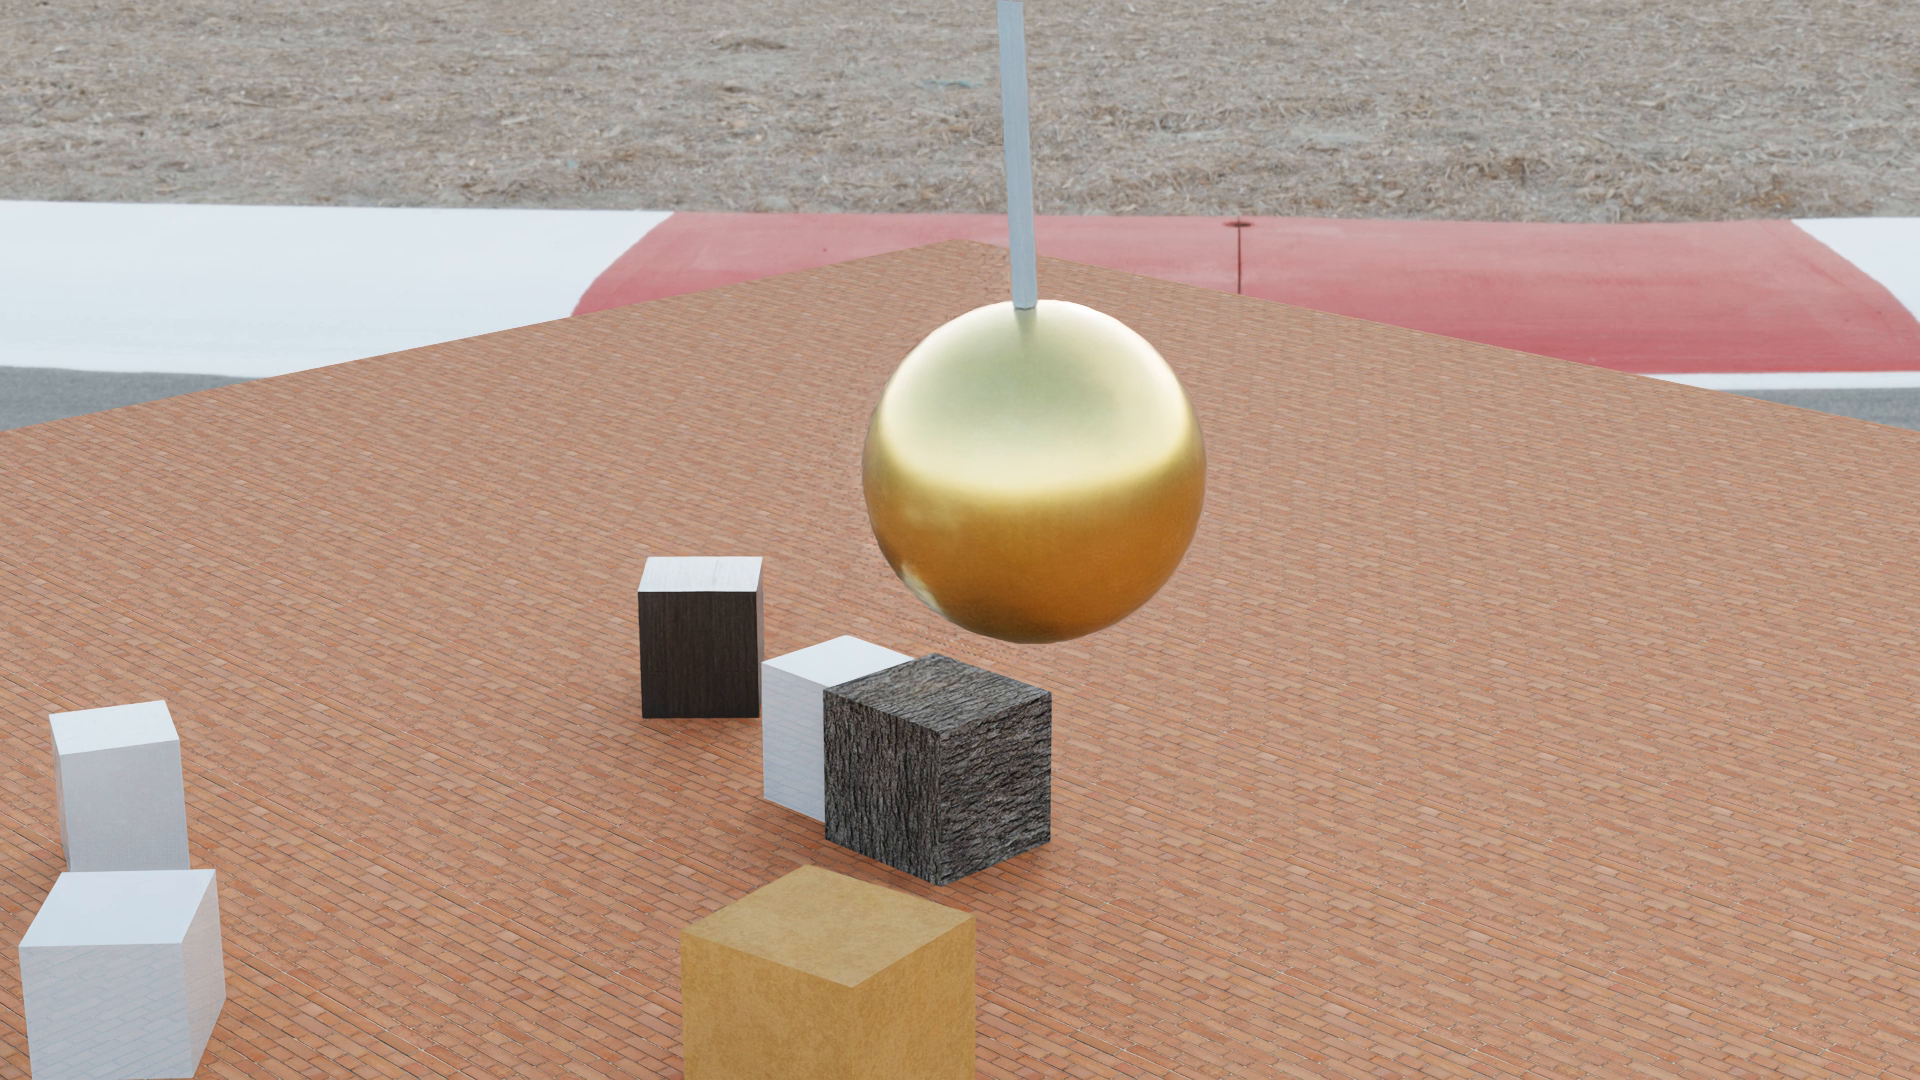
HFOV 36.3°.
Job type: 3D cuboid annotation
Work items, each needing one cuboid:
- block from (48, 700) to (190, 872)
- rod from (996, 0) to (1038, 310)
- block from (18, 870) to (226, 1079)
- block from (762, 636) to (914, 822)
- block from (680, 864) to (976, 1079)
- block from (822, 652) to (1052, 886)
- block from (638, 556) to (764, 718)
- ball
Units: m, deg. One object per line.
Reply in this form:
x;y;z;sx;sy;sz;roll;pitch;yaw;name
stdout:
-3.888;1.166;13.559;0.523;0.646;0.546;-7;19;-20;block
0.148;-3.492;12.400;0.080;5.200;0.080;17;29;42;rod
-3.361;1.746;11.816;0.625;0.584;0.706;-1;17;-3;block
-0.552;0.927;14.219;0.585;0.705;0.563;17;24;42;block
-0.499;1.823;11.253;0.823;0.774;0.768;12;21;34;block
-0.106;1.059;13.720;0.776;0.752;0.729;17;24;42;block
-1.363;0.512;15.547;0.613;0.701;0.585;0;17;-1;block
0.342;-0.317;13.601;1.600;1.600;1.600;0;17;0;ball
